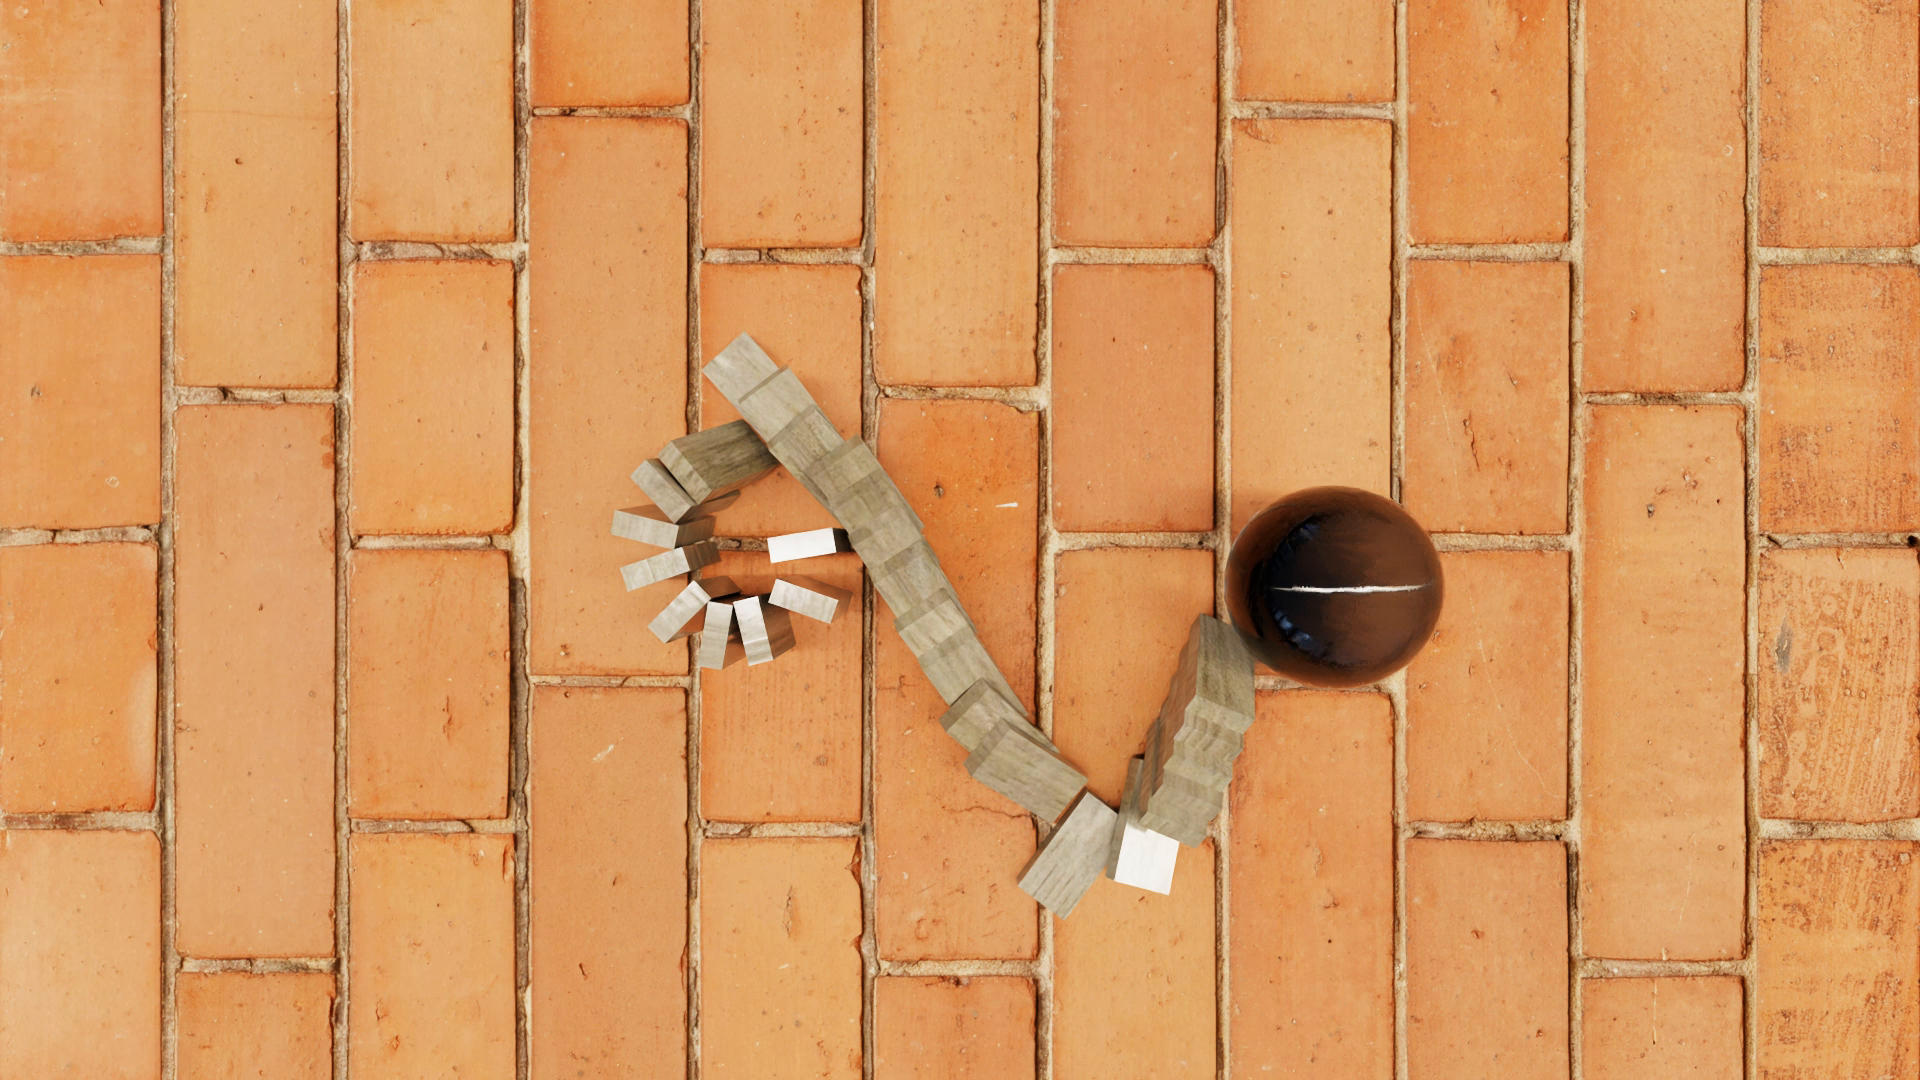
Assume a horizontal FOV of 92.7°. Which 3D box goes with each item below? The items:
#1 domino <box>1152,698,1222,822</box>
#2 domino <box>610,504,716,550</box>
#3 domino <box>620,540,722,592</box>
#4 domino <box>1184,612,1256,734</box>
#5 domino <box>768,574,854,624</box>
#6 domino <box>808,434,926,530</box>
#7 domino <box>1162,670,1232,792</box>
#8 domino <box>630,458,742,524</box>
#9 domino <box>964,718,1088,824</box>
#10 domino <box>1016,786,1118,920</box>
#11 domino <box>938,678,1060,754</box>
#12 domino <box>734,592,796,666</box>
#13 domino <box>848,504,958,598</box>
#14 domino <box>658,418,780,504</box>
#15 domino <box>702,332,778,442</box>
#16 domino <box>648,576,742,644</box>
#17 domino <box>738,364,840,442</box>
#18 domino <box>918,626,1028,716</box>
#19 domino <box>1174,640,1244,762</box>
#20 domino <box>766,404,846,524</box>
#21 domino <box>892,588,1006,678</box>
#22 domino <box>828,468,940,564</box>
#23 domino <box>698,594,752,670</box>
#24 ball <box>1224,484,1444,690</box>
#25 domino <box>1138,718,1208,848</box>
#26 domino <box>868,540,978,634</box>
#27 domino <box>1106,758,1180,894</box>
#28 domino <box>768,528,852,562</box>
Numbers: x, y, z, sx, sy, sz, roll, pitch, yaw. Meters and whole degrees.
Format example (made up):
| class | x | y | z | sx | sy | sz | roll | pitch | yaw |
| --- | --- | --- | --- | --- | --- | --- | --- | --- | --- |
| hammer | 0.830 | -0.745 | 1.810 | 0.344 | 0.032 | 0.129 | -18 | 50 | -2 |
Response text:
| class | x | y | z | sx | sy | sz | roll | pitch | yaw |
| --- | --- | --- | --- | --- | --- | --- | --- | --- | --- |
| domino | 0.095 | 0.088 | 0.378 | 0.025 | 0.050 | 0.009 | 23 | 129 | 0 |
| domino | -0.120 | -0.006 | 0.375 | 0.025 | 0.050 | 0.009 | 14 | 96 | 0 |
| domino | -0.117 | 0.010 | 0.375 | 0.025 | 0.050 | 0.009 | -19 | 93 | 0 |
| domino | 0.108 | 0.054 | 0.378 | 0.025 | 0.050 | 0.009 | 23 | 129 | 0 |
| domino | -0.060 | 0.023 | 0.375 | 0.025 | 0.050 | 0.010 | 19 | 90 | 0 |
| domino | -0.038 | -0.017 | 0.382 | 0.025 | 0.009 | 0.050 | -35 | 125 | 0 |
| domino | 0.099 | 0.077 | 0.378 | 0.025 | 0.050 | 0.010 | 23 | 129 | 0 |
| domino | -0.111 | -0.022 | 0.375 | 0.010 | 0.050 | 0.025 | -44 | 90 | 13 |
| domino | 0.028 | 0.097 | 0.383 | 0.050 | 0.009 | 0.025 | 37 | 94 | -29 |
| domino | 0.050 | 0.135 | 0.395 | 0.025 | 0.009 | 0.050 | 37 | 90 | 0 |
| domino | 0.017 | 0.082 | 0.384 | 0.025 | 0.009 | 0.050 | -45 | 119 | 0 |
| domino | -0.079 | 0.035 | 0.375 | 0.009 | 0.050 | 0.025 | -14 | 90 | 0 |
| domino | -0.023 | 0.011 | 0.381 | 0.025 | 0.009 | 0.050 | -32 | 125 | -2 |
| domino | -0.098 | -0.033 | 0.376 | 0.010 | 0.050 | 0.025 | -40 | 90 | 27 |
| domino | -0.084 | -0.062 | 0.395 | 0.025 | 0.010 | 0.050 | -42 | 90 | 0 |
| domino | -0.107 | 0.028 | 0.375 | 0.025 | 0.050 | 0.009 | -44 | 90 | 0 |
| domino | -0.067 | -0.046 | 0.385 | 0.025 | 0.009 | 0.050 | -37 | 116 | -1 |
| domino | 0.006 | 0.061 | 0.383 | 0.025 | 0.009 | 0.050 | -33 | 121 | 0 |
| domino | 0.103 | 0.065 | 0.378 | 0.025 | 0.050 | 0.009 | 23 | 129 | 0 |
| domino | -0.054 | -0.030 | 0.384 | 0.025 | 0.010 | 0.050 | -41 | 119 | 1 |
| domino | -0.004 | 0.046 | 0.383 | 0.025 | 0.009 | 0.050 | -33 | 121 | 0 |
| domino | -0.031 | -0.003 | 0.381 | 0.025 | 0.009 | 0.050 | -33 | 125 | -2 |
| domino | -0.094 | 0.037 | 0.375 | 0.010 | 0.050 | 0.025 | 10 | 90 | 0 |
| ball | 0.145 | 0.018 | 0.360 | 0.080 | 0.080 | 0.080 | 0 | 90 | 0 |
| domino | 0.089 | 0.099 | 0.378 | 0.025 | 0.050 | 0.010 | 23 | 129 | 0 |
| domino | -0.015 | 0.026 | 0.381 | 0.025 | 0.009 | 0.050 | -32 | 125 | -1 |
| domino | 0.080 | 0.121 | 0.387 | 0.025 | 0.010 | 0.050 | 18 | 76 | -11 |
| domino | -0.060 | 0.002 | 0.375 | 0.025 | 0.050 | 0.010 | -9 | 90 | 0 |
